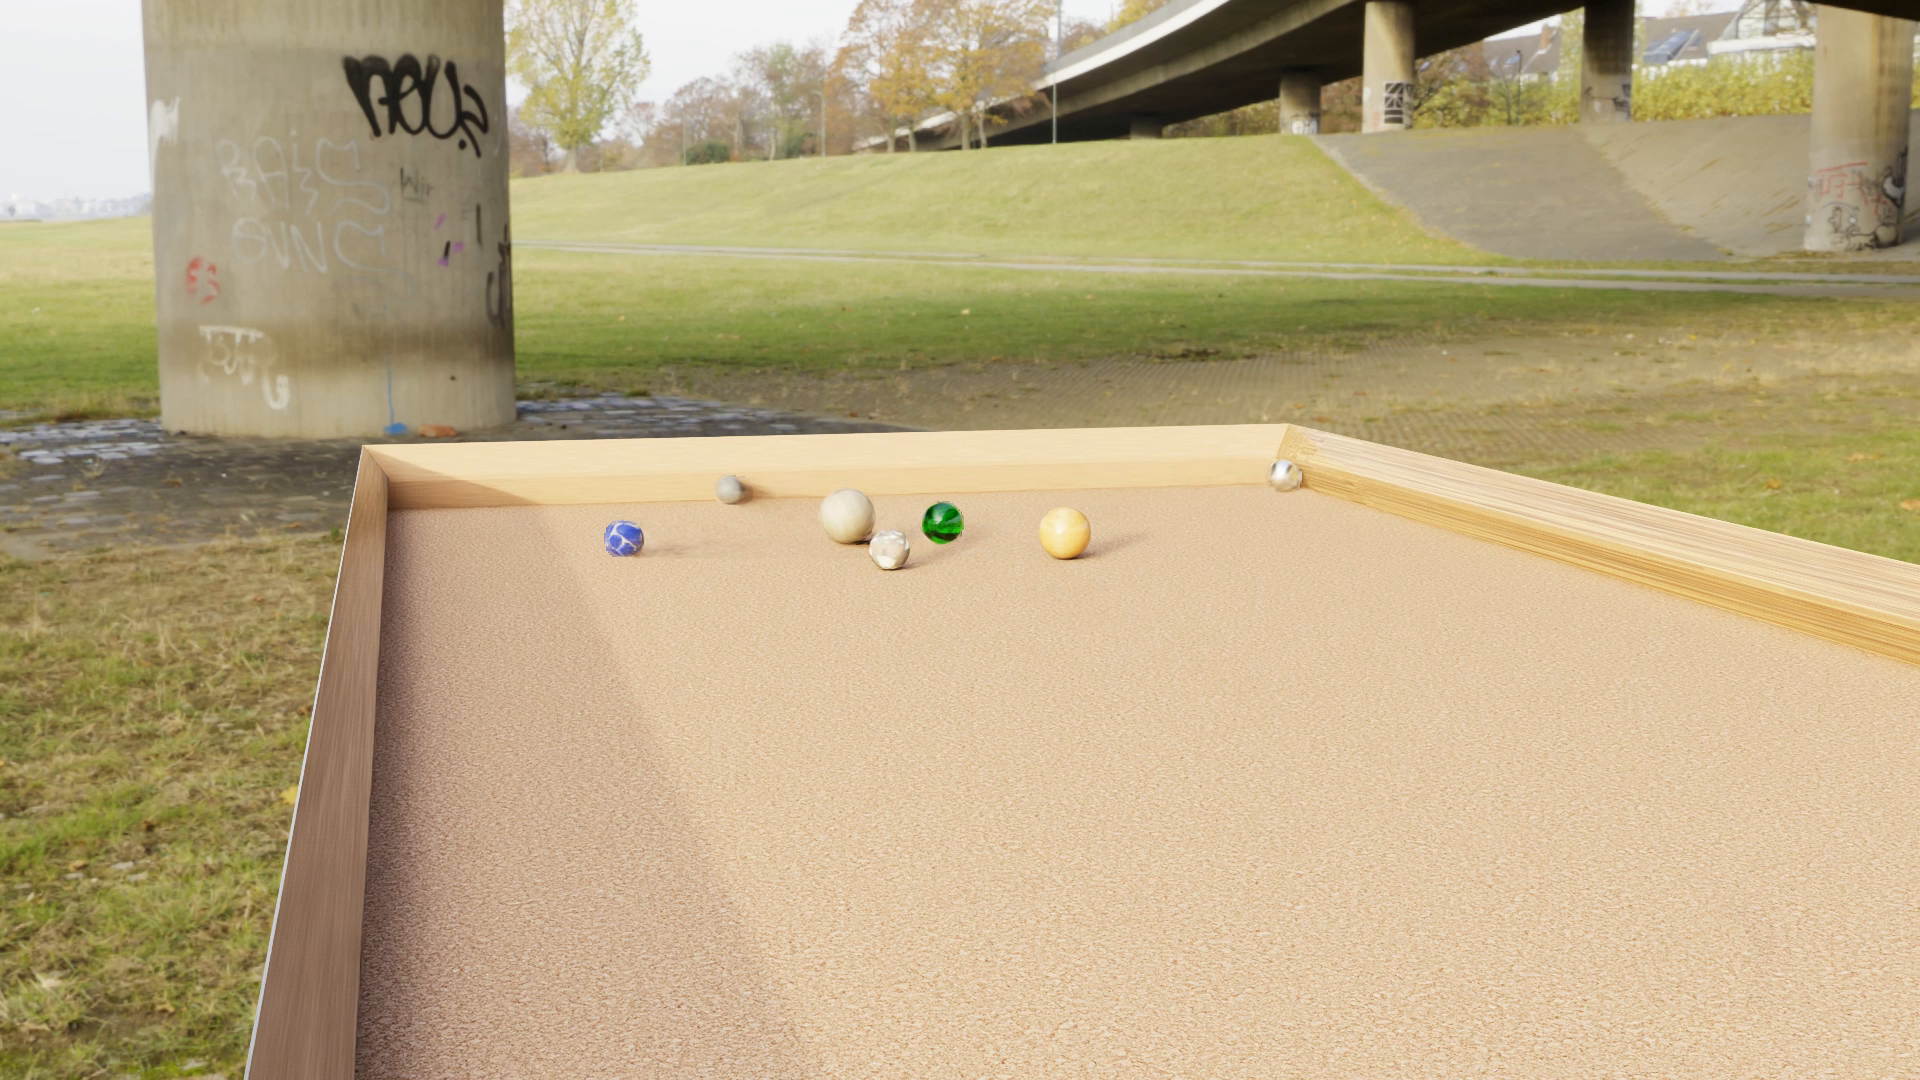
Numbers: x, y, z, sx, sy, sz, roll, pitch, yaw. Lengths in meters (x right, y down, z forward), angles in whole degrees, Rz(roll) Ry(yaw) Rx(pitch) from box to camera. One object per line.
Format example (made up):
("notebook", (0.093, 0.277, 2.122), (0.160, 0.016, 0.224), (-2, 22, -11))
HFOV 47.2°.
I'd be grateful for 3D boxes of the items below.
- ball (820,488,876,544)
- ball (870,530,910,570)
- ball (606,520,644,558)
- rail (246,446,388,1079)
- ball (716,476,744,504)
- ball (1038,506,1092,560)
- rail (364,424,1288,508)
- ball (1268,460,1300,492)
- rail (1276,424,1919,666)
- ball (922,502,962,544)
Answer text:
("ball", (-0.185, -0.039, 3.632), (0.091, 0.091, 0.091), (0, 8, 0))
("ball", (-0.108, 0.015, 3.363), (0.062, 0.062, 0.062), (0, 8, 0))
("ball", (-0.531, -0.002, 3.491), (0.059, 0.059, 0.059), (0, 8, 0))
("rail", (-0.651, 0.127, 2.375), (0.045, 0.119, 3.530), (-2, 8, -14))
("ball", (-0.434, -0.093, 4.146), (0.053, 0.053, 0.053), (0, 8, 0))
("ball", (0.166, -0.011, 3.471), (0.083, 0.083, 0.083), (0, 8, 0))
("rail", (-0.209, -0.144, 4.261), (1.832, 0.119, 0.045), (-2, 8, -14))
("ball", (0.639, -0.127, 4.346), (0.064, 0.064, 0.064), (0, 8, 0))
("rail", (1.080, 0.065, 2.804), (0.045, 0.119, 3.530), (-2, 8, -14))
("ball", (-0.030, -0.027, 3.638), (0.068, 0.068, 0.068), (0, 8, 0))
